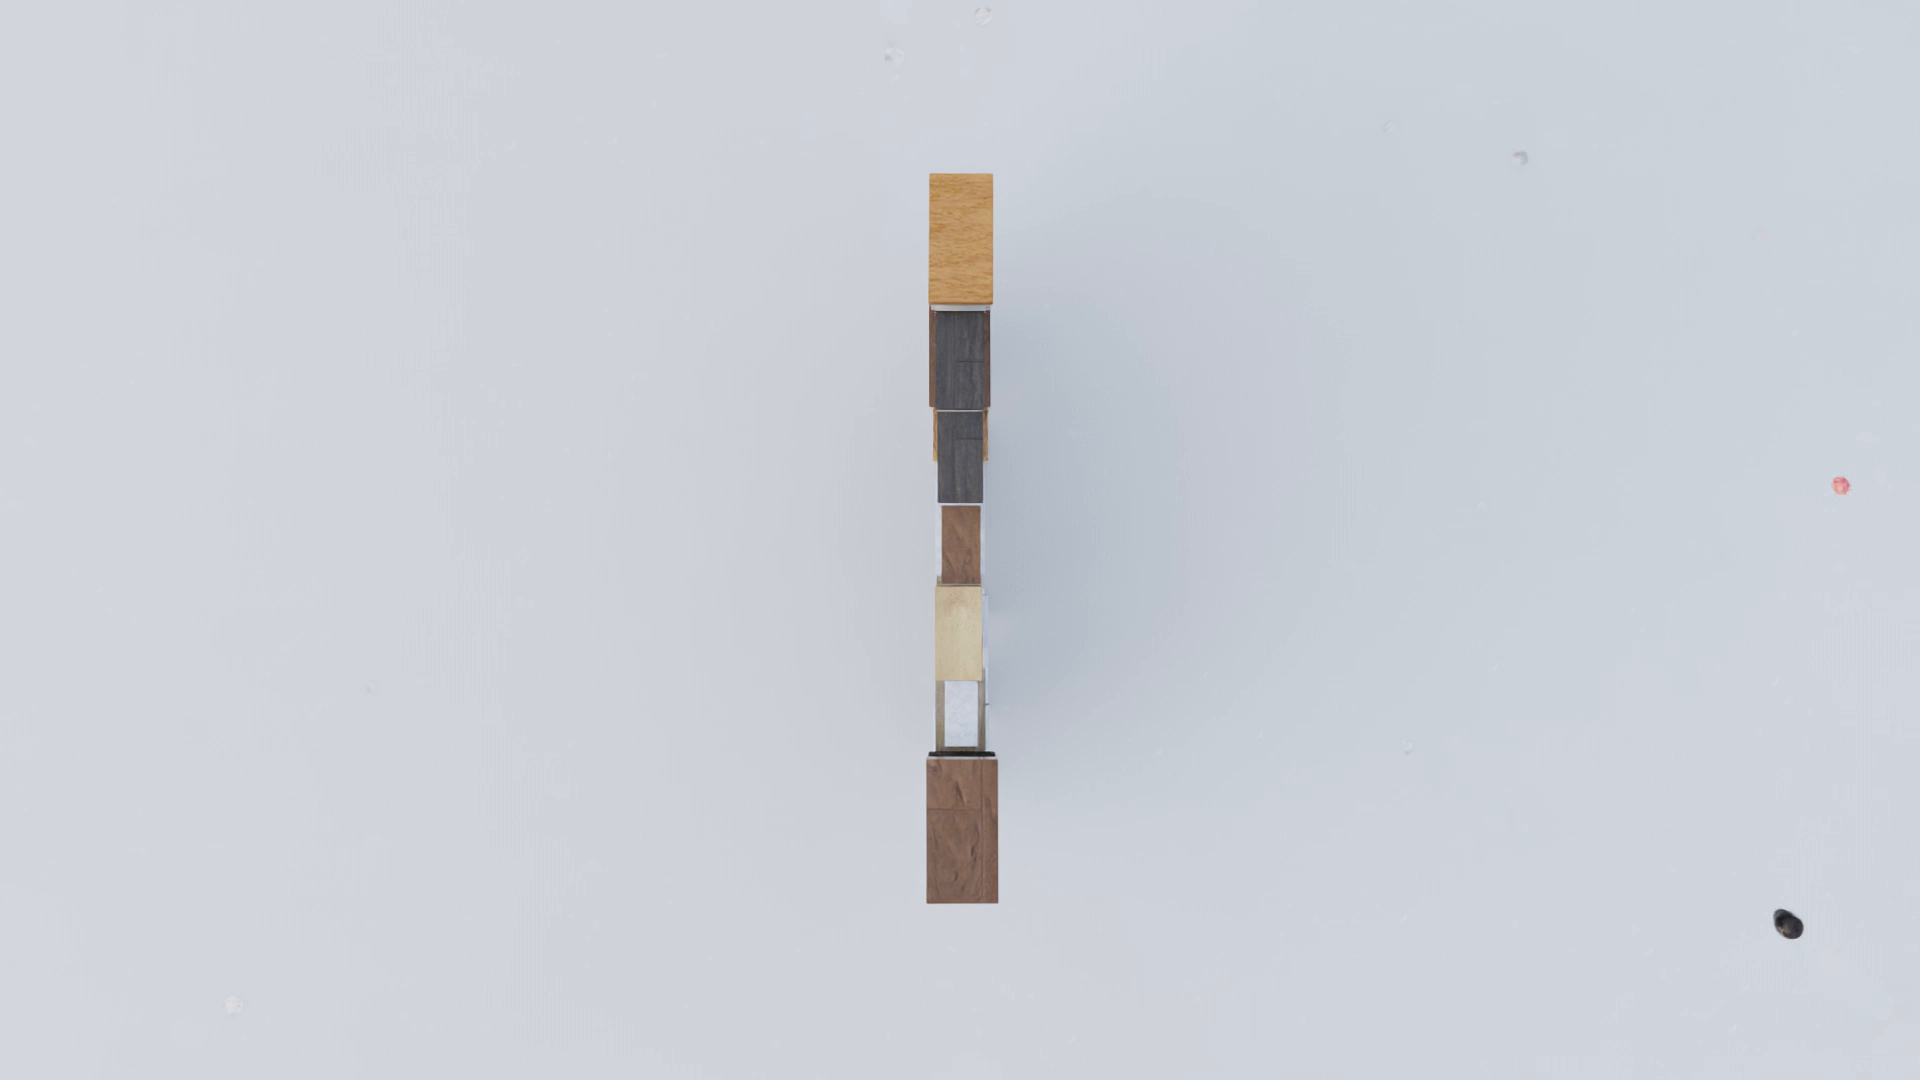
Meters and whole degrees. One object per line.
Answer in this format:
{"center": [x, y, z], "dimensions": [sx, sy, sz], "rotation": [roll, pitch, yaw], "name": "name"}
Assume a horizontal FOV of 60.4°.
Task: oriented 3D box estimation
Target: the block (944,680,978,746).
{"center": [0.004, 0.453, 4.310], "dimensions": [0.085, 0.024, 0.170], "rotation": [0, 90, 0], "name": "block"}

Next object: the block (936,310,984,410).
{"center": [0.000, -0.455, 4.181], "dimensions": [0.124, 0.035, 0.248], "rotation": [0, 90, 0], "name": "block"}

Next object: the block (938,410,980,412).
{"center": [-0.001, -0.296, 4.462], "dimensions": [0.115, 0.033, 0.230], "rotation": [0, 90, 0], "name": "block"}

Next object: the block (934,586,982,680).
{"center": [-0.005, 0.240, 4.263], "dimensions": [0.121, 0.034, 0.242], "rotation": [0, 90, 0], "name": "block"}

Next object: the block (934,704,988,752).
{"center": [0.004, 0.683, 5.132], "dimensions": [0.172, 0.049, 0.344], "rotation": [0, 90, 0], "name": "block"}

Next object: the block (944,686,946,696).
{"center": [0.003, 0.396, 4.408], "dimensions": [0.085, 0.170, 0.024], "rotation": [1, 90, 0], "name": "block"}

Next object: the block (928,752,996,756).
{"center": [0.005, 0.602, 4.314], "dimensions": [0.179, 0.358, 0.051], "rotation": [0, 90, 0], "name": "block"}

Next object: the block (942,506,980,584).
{"center": [0.003, 0.012, 4.308], "dimensions": [0.102, 0.029, 0.203], "rotation": [0, 90, 0], "name": "block"}

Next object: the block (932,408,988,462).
{"center": [0.001, -0.415, 5.134], "dimensions": [0.171, 0.048, 0.342], "rotation": [0, 90, 0], "name": "block"}

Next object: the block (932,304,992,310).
{"center": [0.003, -0.635, 4.245], "dimensions": [0.158, 0.316, 0.045], "rotation": [0, 90, 0], "name": "block"}

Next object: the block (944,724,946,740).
{"center": [0.002, 0.510, 4.408], "dimensions": [0.085, 0.170, 0.024], "rotation": [0, 91, 0], "name": "block"}

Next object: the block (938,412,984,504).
{"center": [0.001, -0.210, 4.198], "dimensions": [0.116, 0.033, 0.231], "rotation": [0, 90, 0], "name": "block"}

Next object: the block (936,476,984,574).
{"center": [0.000, -0.041, 4.545], "dimensions": [0.135, 0.038, 0.270], "rotation": [0, 90, 0], "name": "block"}

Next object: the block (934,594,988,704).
{"center": [0.003, 0.339, 5.141], "dimensions": [0.167, 0.047, 0.335], "rotation": [0, 90, 0], "name": "block"}

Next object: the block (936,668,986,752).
{"center": [0.002, 0.487, 4.512], "dimensions": [0.136, 0.039, 0.272], "rotation": [0, 90, 0], "name": "block"}

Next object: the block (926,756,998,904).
{"center": [0.006, 0.722, 4.109], "dimensions": [0.179, 0.051, 0.358], "rotation": [0, 90, 0], "name": "block"}

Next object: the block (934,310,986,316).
{"center": [0.000, -0.736, 4.422], "dimensions": [0.134, 0.038, 0.268], "rotation": [0, 90, 0], "name": "block"}

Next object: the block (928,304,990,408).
{"center": [-0.001, -0.555, 4.734], "dimensions": [0.176, 0.050, 0.351], "rotation": [0, 90, 0], "name": "block"}

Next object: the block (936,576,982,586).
{"center": [-0.002, 0.223, 4.539], "dimensions": [0.123, 0.035, 0.247], "rotation": [0, 90, 0], "name": "block"}

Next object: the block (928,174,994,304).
{"center": [0.003, -0.741, 4.064], "dimensions": [0.158, 0.045, 0.316], "rotation": [0, 90, 0], "name": "block"}
